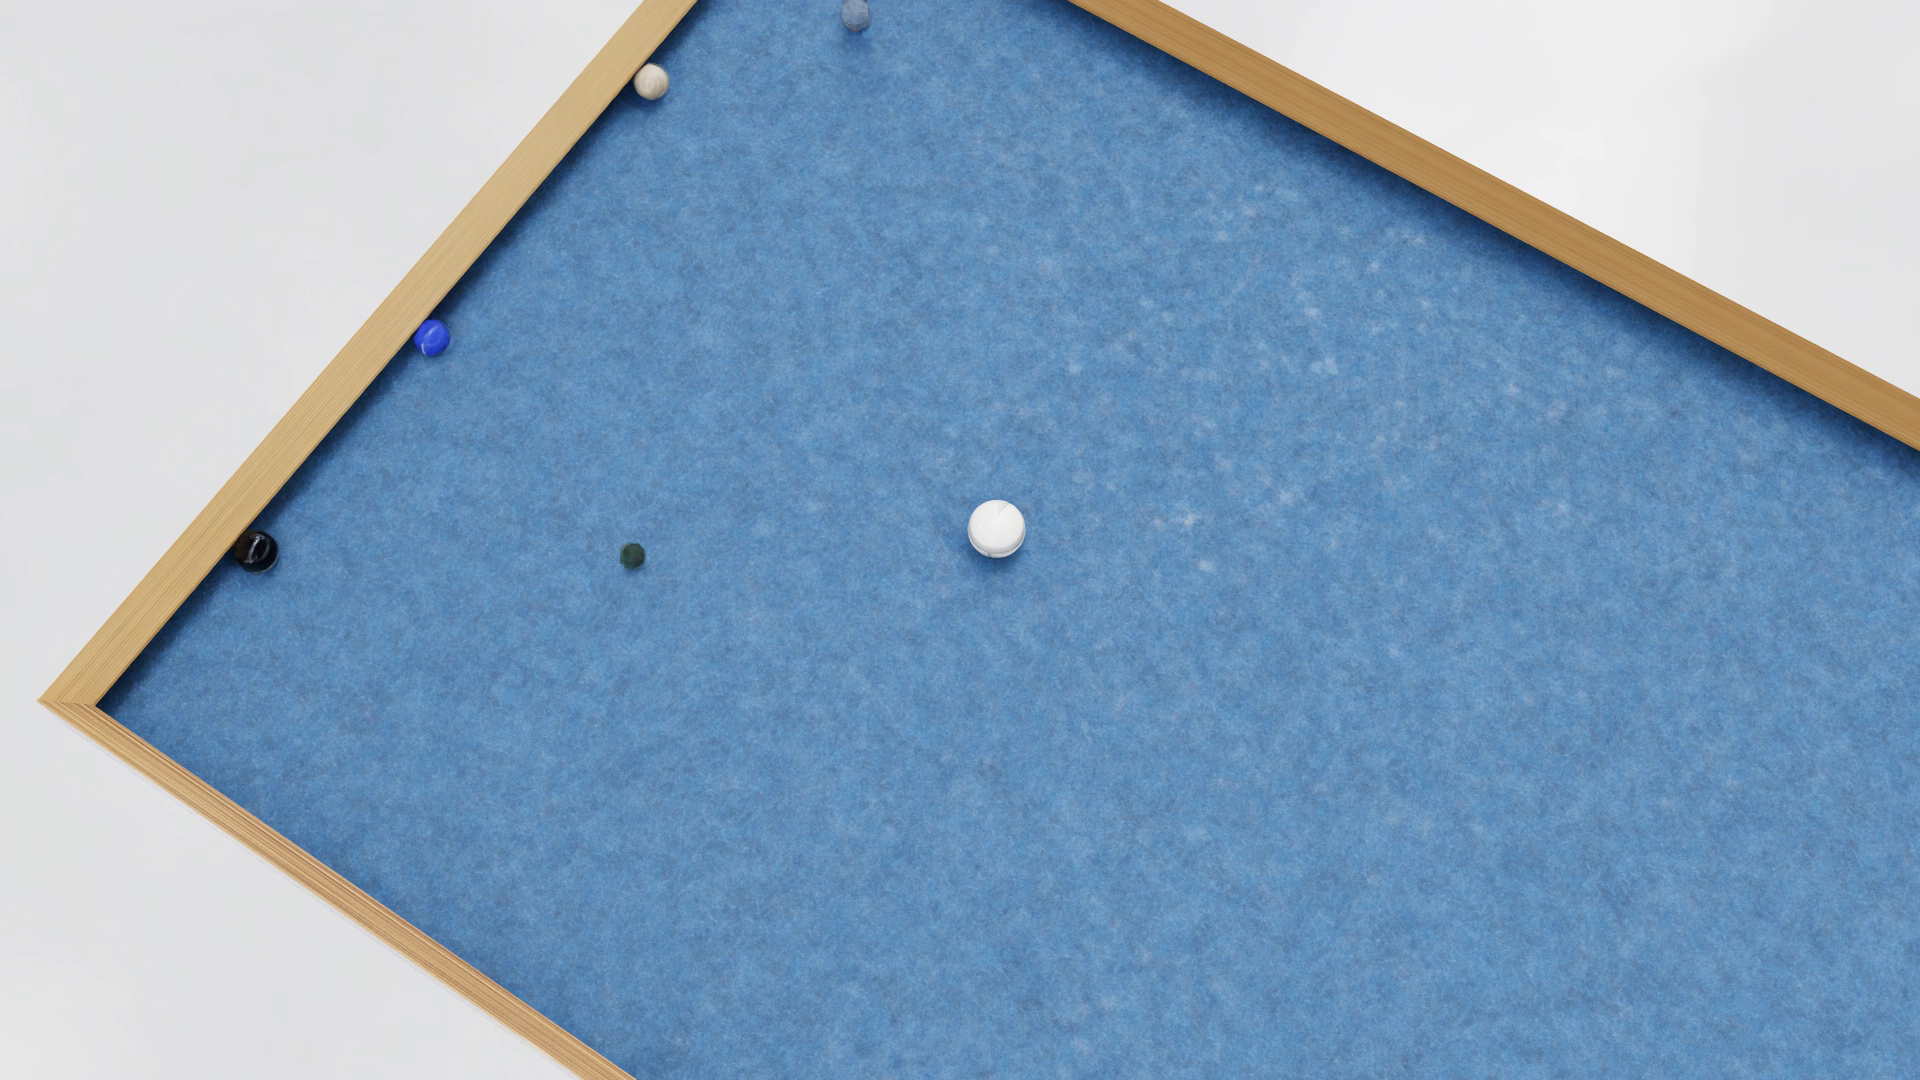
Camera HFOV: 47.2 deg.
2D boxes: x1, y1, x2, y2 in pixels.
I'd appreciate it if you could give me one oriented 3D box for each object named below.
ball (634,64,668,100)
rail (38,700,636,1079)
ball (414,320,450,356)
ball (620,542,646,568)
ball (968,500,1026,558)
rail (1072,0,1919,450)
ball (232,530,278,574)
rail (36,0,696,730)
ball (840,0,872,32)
[{"bbox_3d":[-0.545,-0.807,3.878,0.062,0.062,0.062,0,67,0],"label":"ball"},{"bbox_3d":[0.296,1.256,2.951,4.014,0.121,0.045,31,70,13],"label":"rail"},{"bbox_3d":[-0.882,-0.339,3.676,0.060,0.060,0.060,0,67,0],"label":"ball"},{"bbox_3d":[-0.524,0.025,3.529,0.040,0.040,0.040,0,67,0],"label":"ball"},{"bbox_3d":[0.059,-0.018,3.519,0.093,0.093,0.093,0,67,0],"label":"ball"},{"bbox_3d":[1.384,-0.272,3.613,4.014,0.121,0.045,31,70,13],"label":"rail"},{"bbox_3d":[-1.126,0.019,3.516,0.070,0.070,0.070,0,67,0],"label":"ball"},{"bbox_3d":[-0.820,-0.503,3.713,0.045,0.121,2.036,31,70,13],"label":"rail"},{"bbox_3d":[-0.186,-0.940,3.938,0.057,0.057,0.057,0,67,0],"label":"ball"}]
